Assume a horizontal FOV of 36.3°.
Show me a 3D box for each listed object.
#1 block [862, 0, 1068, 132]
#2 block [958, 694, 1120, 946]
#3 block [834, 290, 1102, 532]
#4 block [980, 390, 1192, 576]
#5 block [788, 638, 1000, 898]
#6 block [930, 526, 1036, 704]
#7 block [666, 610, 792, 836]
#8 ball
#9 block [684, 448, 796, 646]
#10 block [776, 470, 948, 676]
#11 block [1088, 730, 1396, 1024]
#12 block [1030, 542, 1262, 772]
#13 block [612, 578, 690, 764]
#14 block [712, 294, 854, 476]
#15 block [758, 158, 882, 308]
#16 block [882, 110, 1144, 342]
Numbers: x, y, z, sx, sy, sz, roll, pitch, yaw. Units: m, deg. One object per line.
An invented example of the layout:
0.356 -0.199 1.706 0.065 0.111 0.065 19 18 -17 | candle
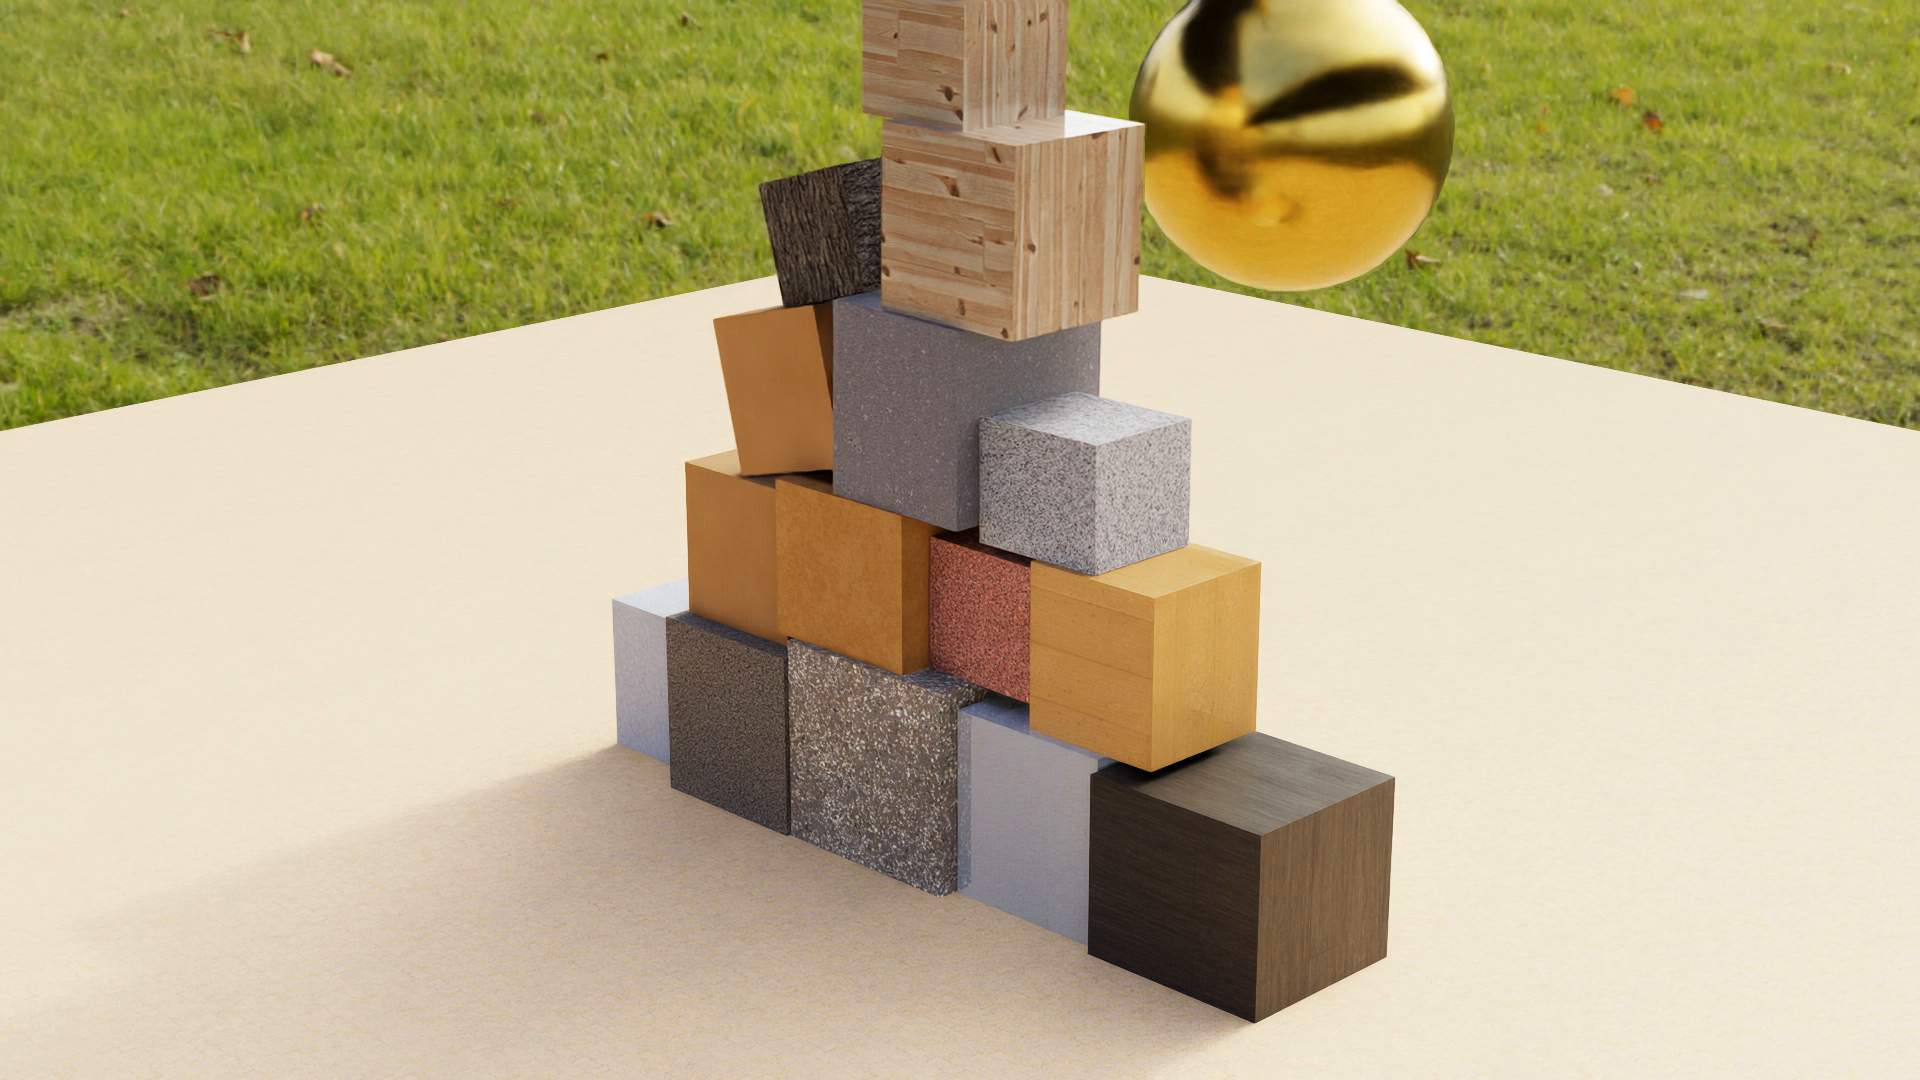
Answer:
0.019 -2.103 12.647 0.630 0.529 0.618 -17 25 -42 | block
0.553 1.183 13.109 0.755 0.882 0.842 -17 24 -42 | block
0.031 -0.644 13.130 0.902 0.894 0.786 -17 25 -42 | block
0.541 -0.255 12.696 0.606 0.571 0.682 -17 24 -42 | block
-0.082 0.931 13.748 1.025 0.981 1.005 -17 24 -42 | block
0.316 0.288 13.123 0.616 0.622 0.664 -17 25 -42 | block
-0.770 0.781 14.375 0.998 0.891 0.858 -17 24 -42 | block
1.623 -2.020 14.408 1.600 1.600 1.600 0 17 0 | ball
-0.796 -0.016 14.157 0.755 0.759 0.716 -17 24 -42 | block
-0.223 0.064 13.620 0.935 0.749 0.834 -17 24 -42 | block
1.195 1.394 12.518 0.889 0.835 0.932 -17 24 -42 | block
0.796 0.460 12.657 0.689 0.770 0.705 -17 24 -42 | block
-1.303 0.670 14.911 0.635 0.780 0.648 -17 24 -42 | block
-0.606 -0.750 13.717 0.673 0.748 0.722 -17 10 -42 | block
-0.487 -1.420 13.410 0.525 0.577 0.572 -17 8 -42 | block
0.222 -1.395 12.670 0.791 0.825 0.795 -17 25 -42 | block
